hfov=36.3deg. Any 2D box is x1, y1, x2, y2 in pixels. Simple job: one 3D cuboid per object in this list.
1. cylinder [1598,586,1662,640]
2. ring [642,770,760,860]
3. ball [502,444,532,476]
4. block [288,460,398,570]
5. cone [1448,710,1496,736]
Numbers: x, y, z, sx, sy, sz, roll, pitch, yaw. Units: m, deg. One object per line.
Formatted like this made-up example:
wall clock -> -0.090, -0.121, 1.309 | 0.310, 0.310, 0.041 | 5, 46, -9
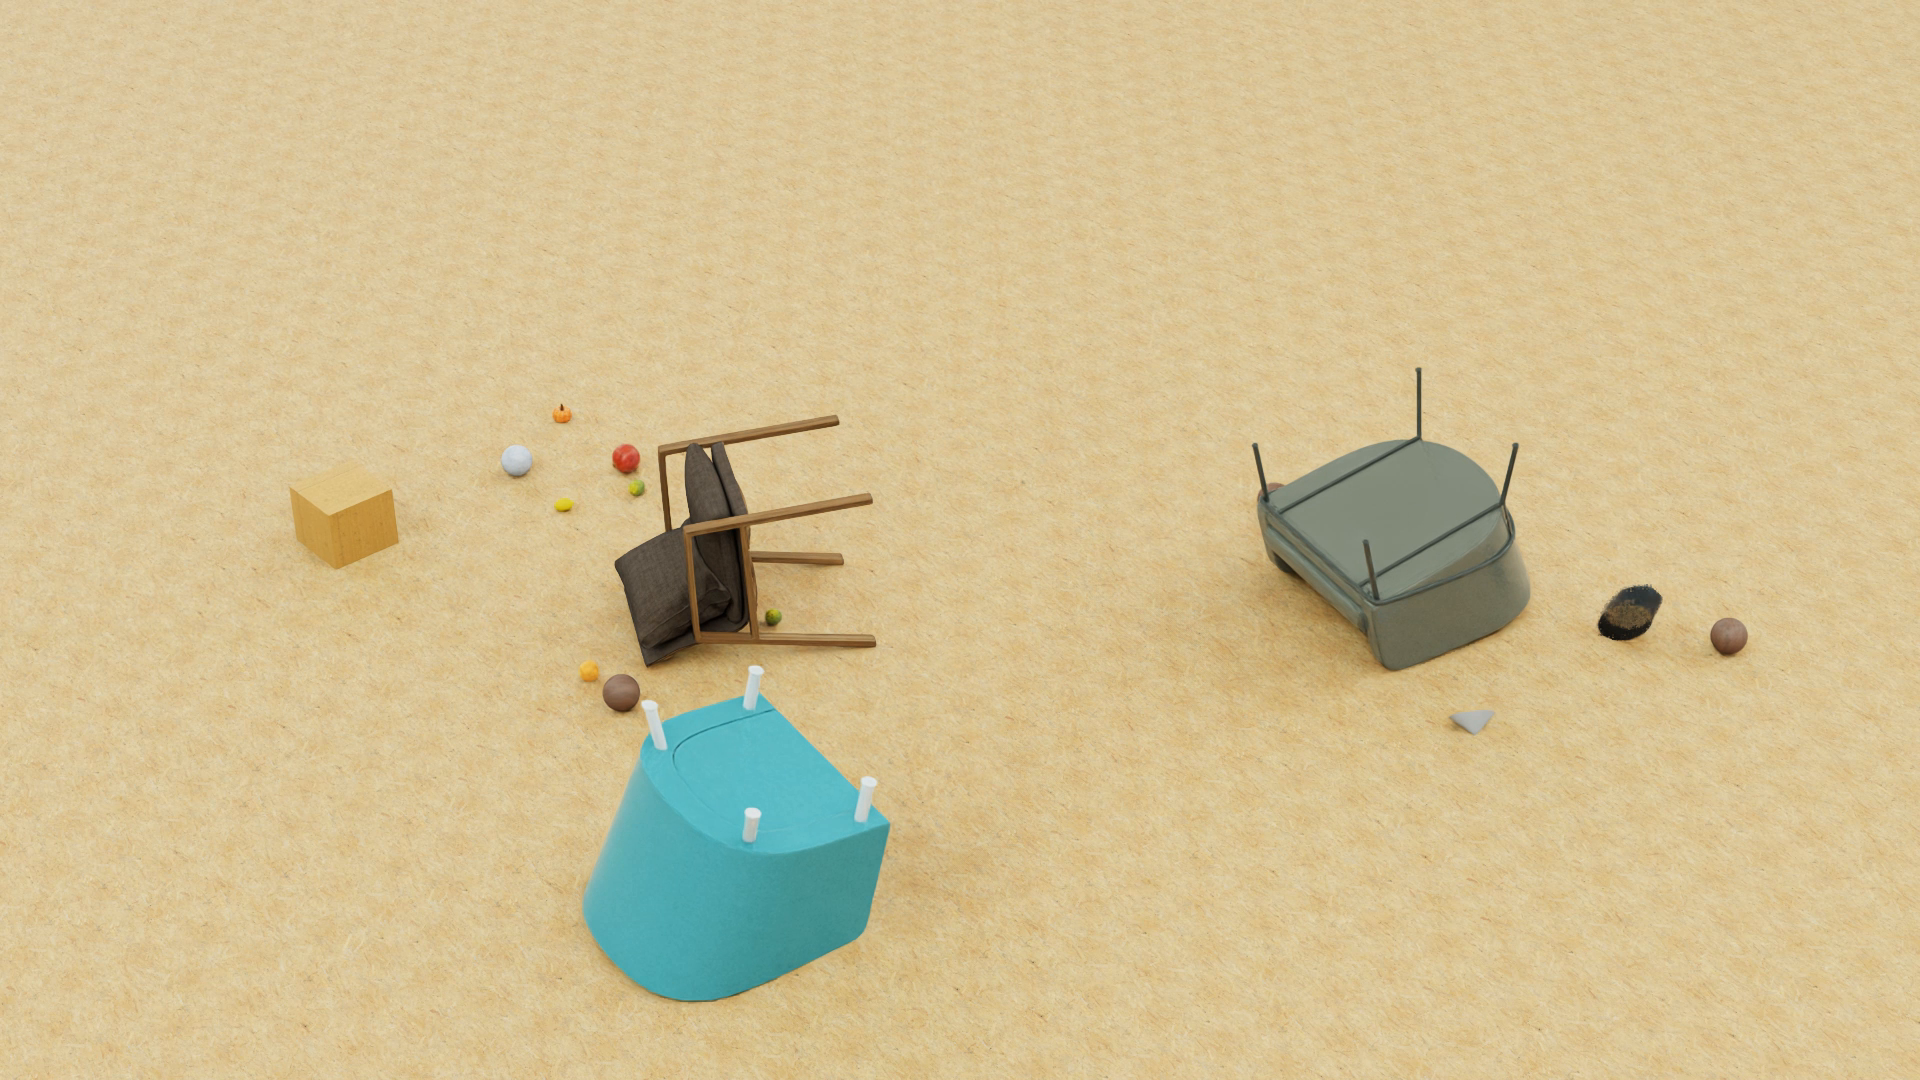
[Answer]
cylinder -> 2.377, 0.259, 10.399 | 0.210, 0.137, 0.132 | -25, 15, 40
ring -> -0.842, 0.893, 9.525 | 0.384, 0.072, 0.446 | 2, 33, 2
ball -> -1.708, -0.307, 11.300 | 0.121, 0.121, 0.121 | 0, 33, 0
block -> -2.284, -0.095, 10.872 | 0.271, 0.238, 0.273 | -26, 42, -34
cone -> 1.742, 0.629, 9.948 | 0.168, 0.114, 0.074 | -2, 71, -14
